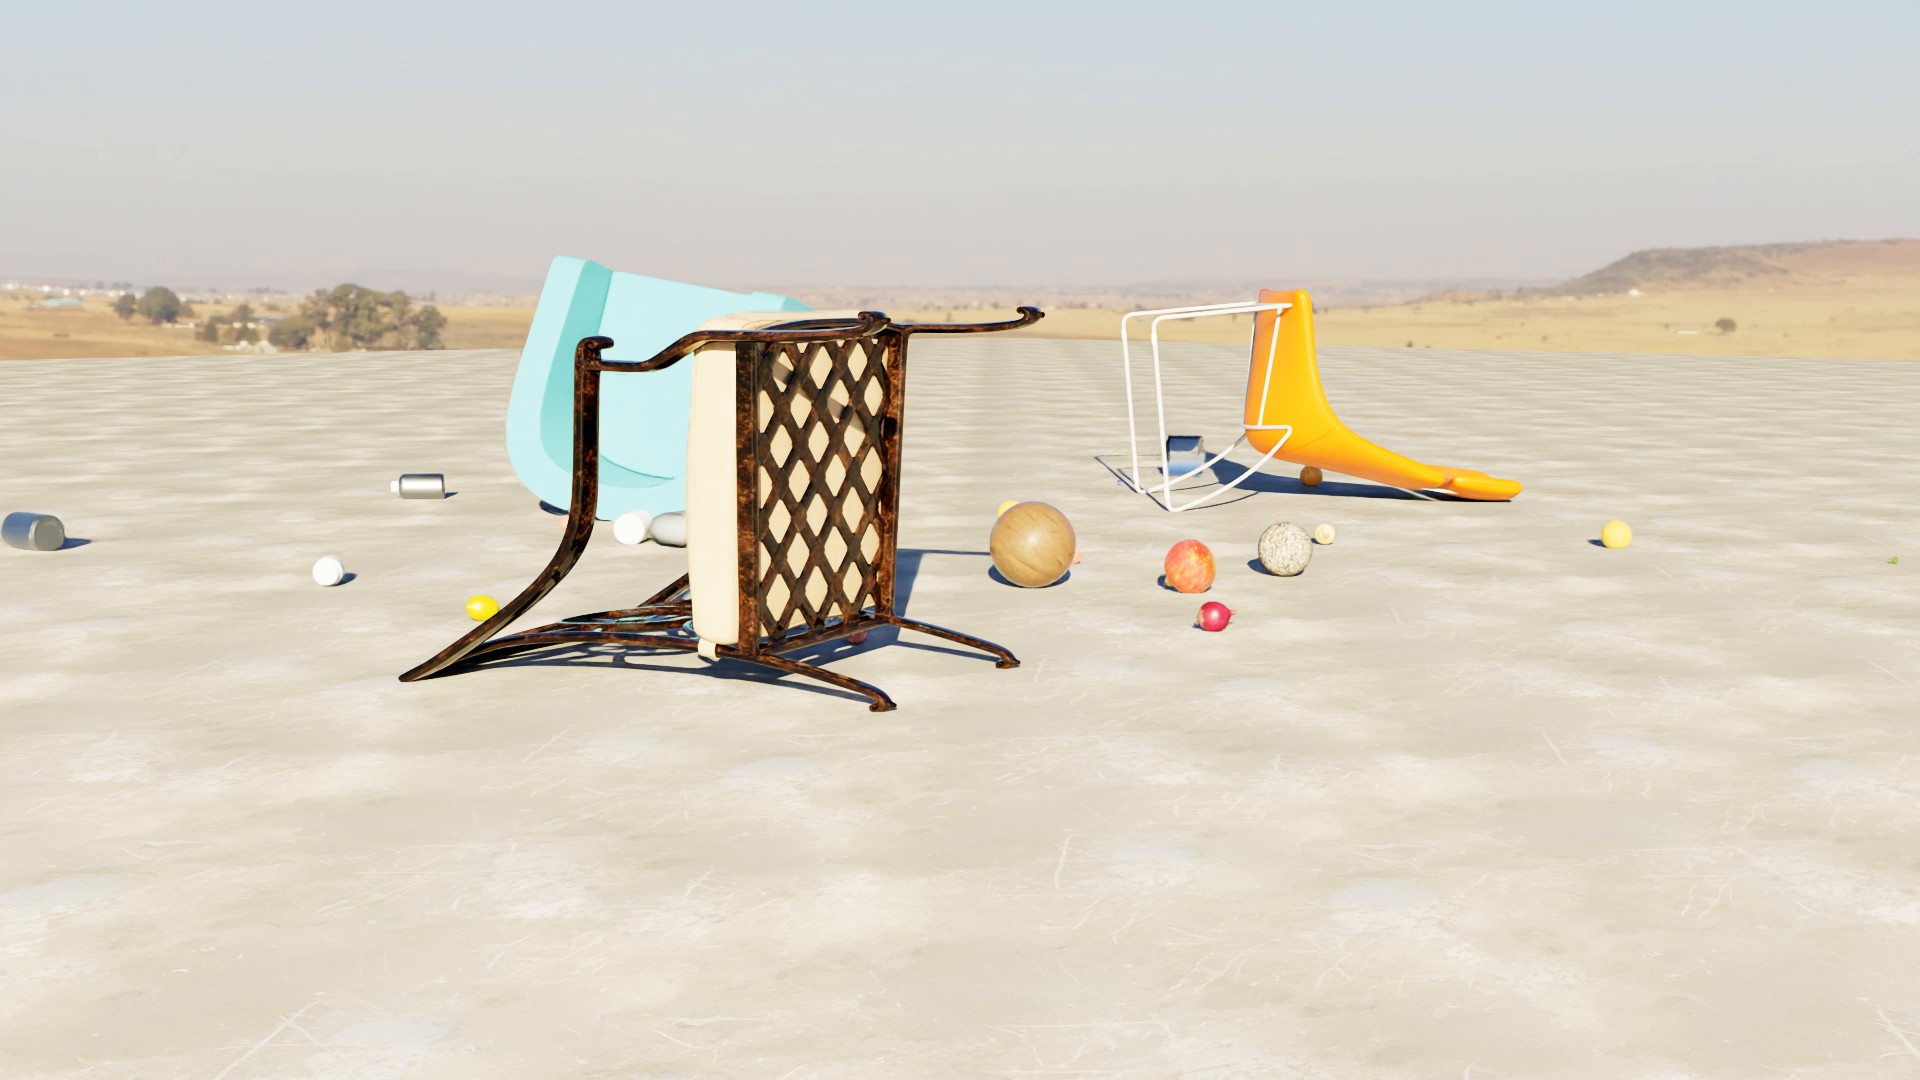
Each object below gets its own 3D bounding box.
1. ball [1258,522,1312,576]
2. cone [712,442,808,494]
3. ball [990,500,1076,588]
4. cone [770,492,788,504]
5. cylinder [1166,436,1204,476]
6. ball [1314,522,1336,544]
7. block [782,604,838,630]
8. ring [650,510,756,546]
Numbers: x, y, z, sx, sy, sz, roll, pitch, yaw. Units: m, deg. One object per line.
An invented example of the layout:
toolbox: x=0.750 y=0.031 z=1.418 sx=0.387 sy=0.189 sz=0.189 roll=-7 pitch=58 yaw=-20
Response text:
ball: x=0.714 y=0.020 z=5.632 sx=0.120 sy=0.120 sz=0.120 roll=0 pitch=6 yaw=0
cone: x=-0.591 y=-0.184 z=7.813 sx=0.299 sy=0.162 sz=0.148 roll=14 pitch=-18 yaw=-25
ball: x=0.154 y=0.009 z=5.424 sx=0.185 sy=0.185 sz=0.185 roll=0 pitch=6 yaw=0
cone: x=-0.532 y=-0.114 z=7.434 sx=0.053 sy=0.037 sz=0.038 roll=-25 pitch=14 yaw=-26
cylinder: x=0.740 y=-0.276 z=8.439 sx=0.110 sy=0.134 sz=0.089 roll=2 pitch=-2 yaw=19
ball: x=0.896 y=-0.015 z=6.298 sx=0.053 sy=0.053 sz=0.053 roll=0 pitch=6 yaw=0
block: x=-0.283 y=0.144 z=4.820 sx=0.101 sy=0.041 sz=0.037 roll=-2 pitch=6 yaw=-15
ring: x=-0.633 y=-0.030 z=6.329 sx=0.233 sy=0.073 sz=0.350 roll=4 pitch=4 yaw=23
